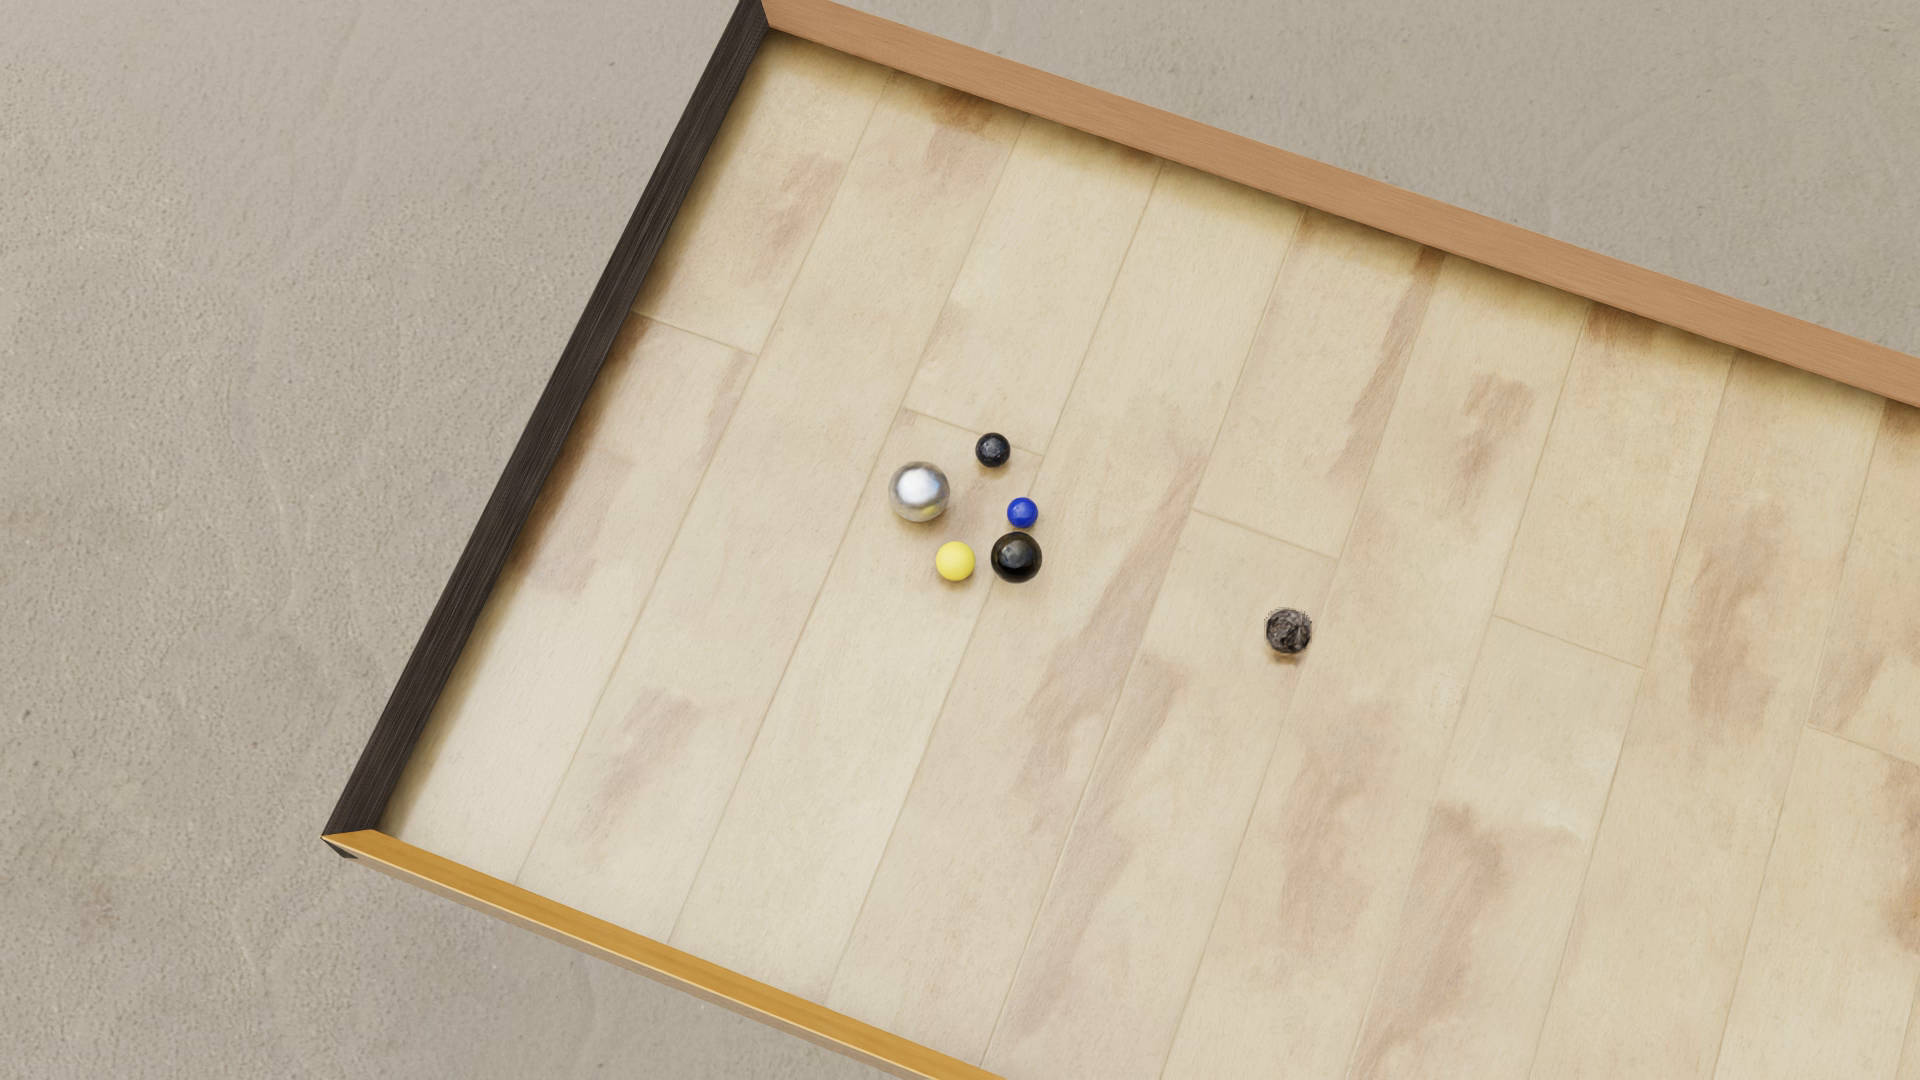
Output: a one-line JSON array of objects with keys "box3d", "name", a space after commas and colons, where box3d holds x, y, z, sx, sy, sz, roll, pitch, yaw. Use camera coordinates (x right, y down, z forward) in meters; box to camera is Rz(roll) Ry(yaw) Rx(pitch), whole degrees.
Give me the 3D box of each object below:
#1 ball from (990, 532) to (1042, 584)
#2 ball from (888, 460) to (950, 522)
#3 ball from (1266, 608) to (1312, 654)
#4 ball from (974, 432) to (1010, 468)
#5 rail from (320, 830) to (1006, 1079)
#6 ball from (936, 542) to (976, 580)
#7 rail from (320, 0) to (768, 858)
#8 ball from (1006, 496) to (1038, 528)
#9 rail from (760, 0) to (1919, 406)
[{"box3d": [0.089, 0.028, 3.452, 0.083, 0.083, 0.083, 0, 69, 0], "name": "ball"}, {"box3d": [-0.065, -0.078, 3.485, 0.098, 0.098, 0.098, 0, 69, 0], "name": "ball"}, {"box3d": [0.510, 0.142, 3.414, 0.071, 0.071, 0.071, 0, 69, 0], "name": "ball"}, {"box3d": [0.053, -0.144, 3.532, 0.058, 0.058, 0.058, 0, 69, 0], "name": "ball"}, {"box3d": [0.363, 0.898, 3.088, 2.761, 0.128, 0.045, 20, 70, 8], "name": "rail"}, {"box3d": [-0.007, 0.033, 3.461, 0.063, 0.063, 0.063, 0, 69, 0], "name": "ball"}, {"box3d": [-0.622, -0.234, 3.529, 0.045, 0.128, 1.606, 20, 70, 8], "name": "rail"}, {"box3d": [0.099, -0.043, 3.497, 0.051, 0.051, 0.051, 0, 69, 0], "name": "ball"}, {"box3d": [0.925, -0.456, 3.615, 2.761, 0.128, 0.045, 20, 70, 8], "name": "rail"}]
